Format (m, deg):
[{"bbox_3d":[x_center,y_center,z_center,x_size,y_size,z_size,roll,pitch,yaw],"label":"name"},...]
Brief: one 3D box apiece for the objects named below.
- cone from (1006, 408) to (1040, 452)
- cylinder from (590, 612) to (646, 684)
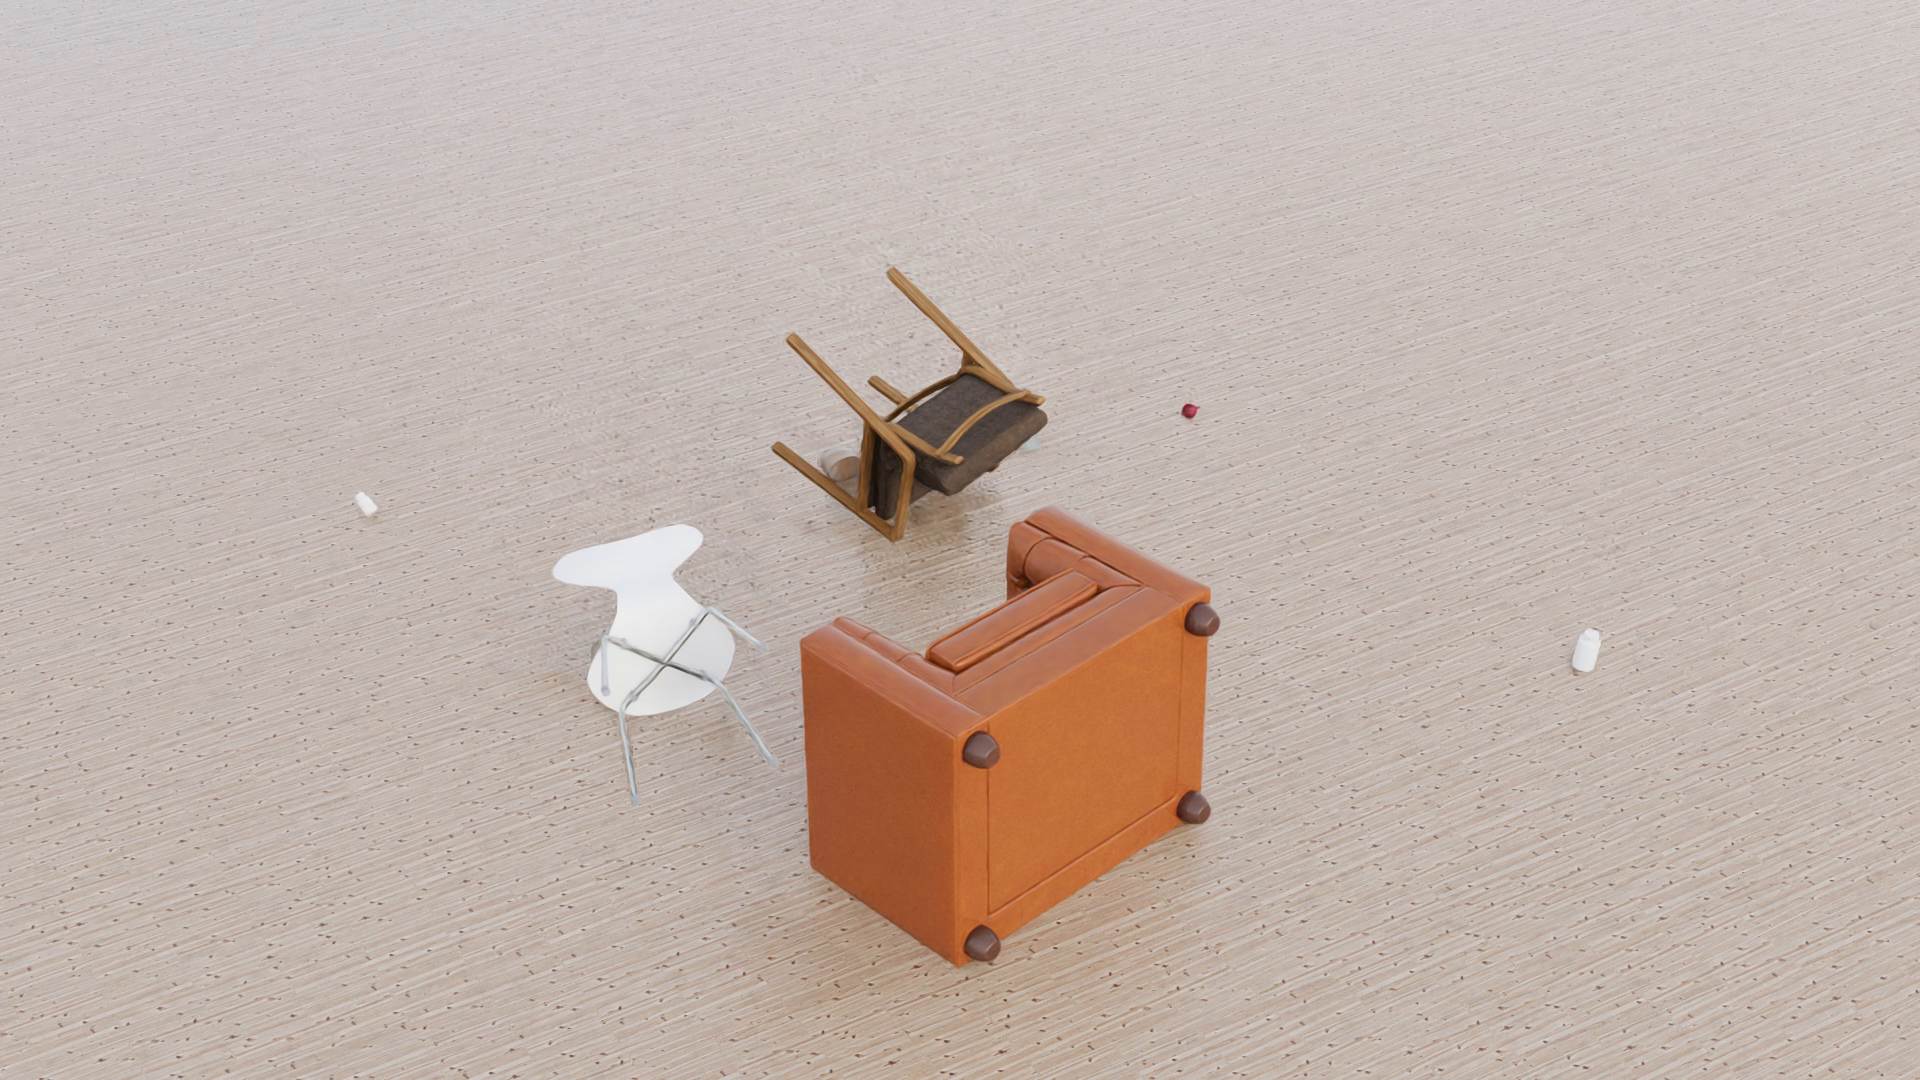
[{"bbox_3d":[0.246,-0.448,11.485,0.135,0.154,0.134,-11,35,-16],"label":"cone"},{"bbox_3d":[-1.189,0.377,10.201,0.122,0.186,0.180,12,35,19],"label":"cylinder"}]
